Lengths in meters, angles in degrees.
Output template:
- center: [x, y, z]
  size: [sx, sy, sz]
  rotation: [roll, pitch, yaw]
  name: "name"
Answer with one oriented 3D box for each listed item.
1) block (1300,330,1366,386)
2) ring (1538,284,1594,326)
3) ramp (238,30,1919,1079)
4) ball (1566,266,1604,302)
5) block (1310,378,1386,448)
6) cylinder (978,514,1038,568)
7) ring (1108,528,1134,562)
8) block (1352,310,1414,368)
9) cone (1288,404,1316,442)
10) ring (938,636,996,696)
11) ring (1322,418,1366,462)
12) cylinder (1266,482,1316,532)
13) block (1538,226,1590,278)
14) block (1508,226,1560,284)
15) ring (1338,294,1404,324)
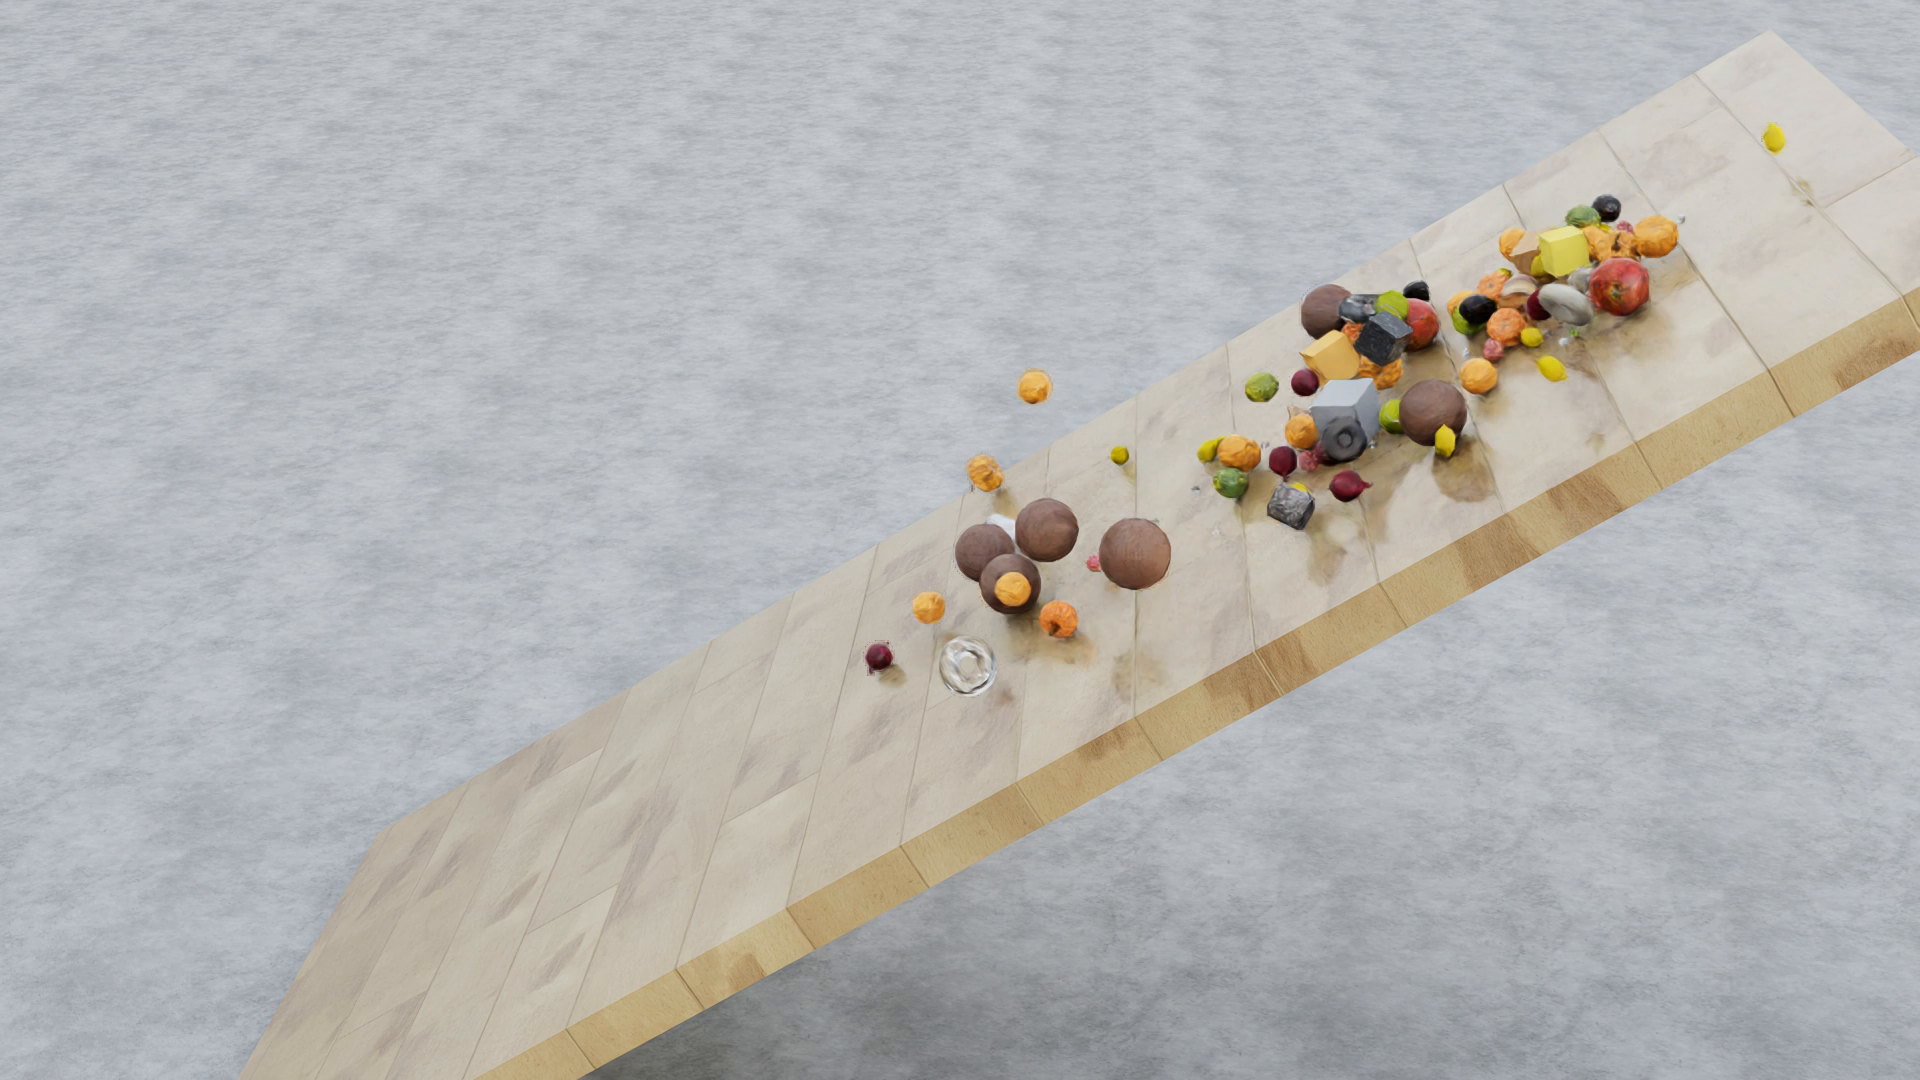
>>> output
- center: [0.799, -0.386, 6.311]
  size: [0.087, 0.087, 0.087]
  rotation: [-35, 15, -4]
  name: "block"
- center: [1.173, -0.455, 5.687]
  size: [0.117, 0.039, 0.117]
  rotation: [29, -10, 6]
  name: "ring"
- center: [0.141, 0.169, 6.291]
  size: [4.000, 0.100, 2.000]
  rotation: [-30, 15, 13]
  name: "ramp"
- center: [1.233, -0.502, 5.802]
  size: [0.073, 0.073, 0.073]
  rotation: [0, 20, 0]
  name: "ball"
- center: [0.773, -0.251, 5.860]
  size: [0.100, 0.100, 0.100]
  rotation: [-1, 33, 35]
  name: "block"
- center: [0.106, 0.001, 6.435]
  size: [0.092, 0.092, 0.092]
  rotation: [24, 30, 36]
  name: "cylinder"
- center: [0.332, 0.010, 6.077]
  size: [0.026, 0.079, 0.079]
  rotation: [29, 28, 14]
  name: "ring"
- center: [0.794, -0.377, 5.515]
  size: [0.069, 0.069, 0.069]
  rotation: [39, 36, 20]
  name: "block"
- center: [0.726, -0.246, 6.109]
  size: [0.085, 0.085, 0.085]
  rotation: [-5, 19, 7]
  name: "cone"
- center: [0.016, 0.251, 5.863]
  size: [0.123, 0.123, 0.041]
  rotation: [-7, -7, -20]
  name: "ring"
- center: [0.749, -0.194, 5.733]
  size: [0.087, 0.087, 0.029]
  rotation: [0, 3, -1]
  name: "ring"
- center: [0.627, -0.063, 5.566]
  size: [0.069, 0.069, 0.069]
  rotation: [27, 29, 19]
  name: "cylinder"
- center: [1.222, -0.584, 5.949]
  size: [0.075, 0.075, 0.075]
  rotation: [-15, 19, -4]
  name: "block"
- center: [1.207, -0.589, 6.101]
  size: [0.080, 0.080, 0.080]
  rotation: [-11, 33, 55]
  name: "block"
- center: [0.886, -0.497, 6.340]
  size: [0.139, 0.046, 0.139]
  rotation: [-3, 17, 1]
  name: "ring"
